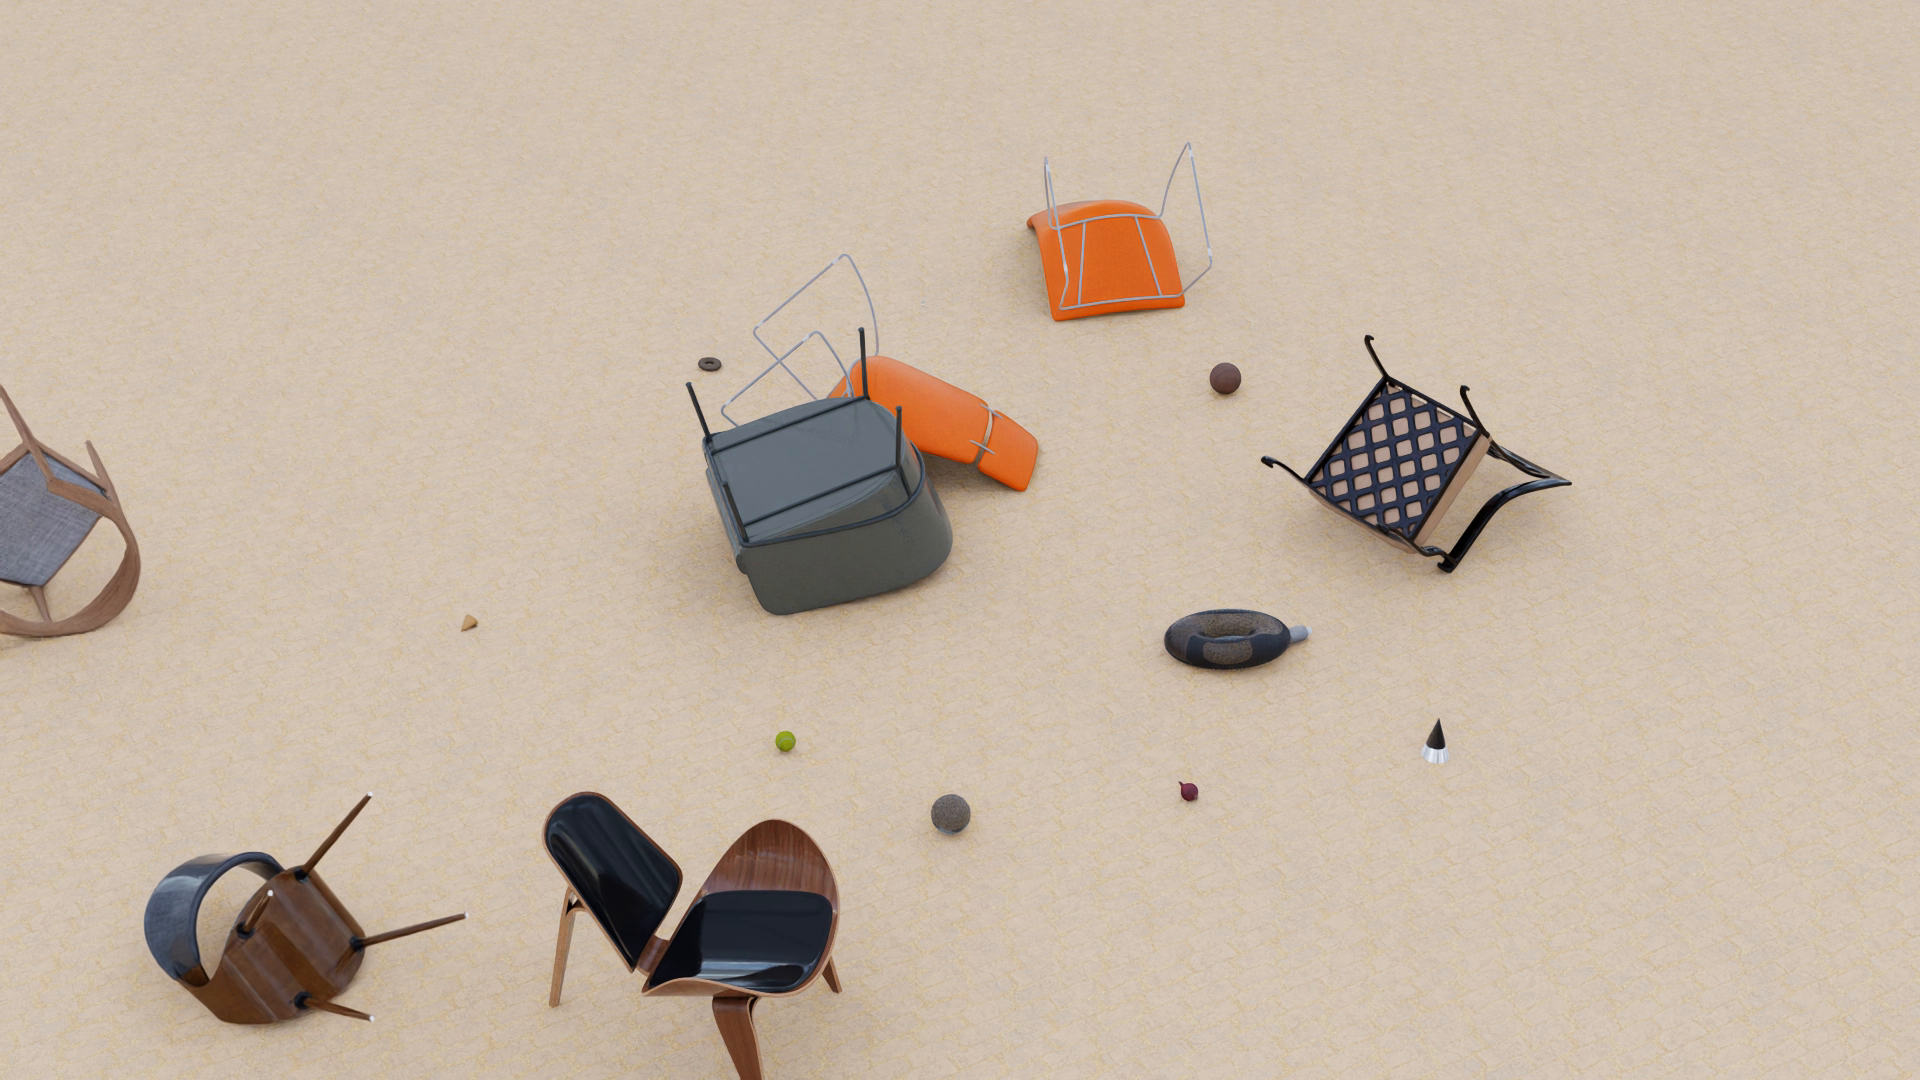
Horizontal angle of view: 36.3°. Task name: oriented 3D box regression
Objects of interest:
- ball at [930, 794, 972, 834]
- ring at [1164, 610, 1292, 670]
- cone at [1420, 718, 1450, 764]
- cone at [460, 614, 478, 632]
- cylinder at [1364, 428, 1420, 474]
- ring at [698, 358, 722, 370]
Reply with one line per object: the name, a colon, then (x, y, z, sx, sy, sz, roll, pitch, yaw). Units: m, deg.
ball: (-0.030, 0.887, 9.480, 0.131, 0.131, 0.131, 0, 33, 0)
ring: (0.939, 0.348, 10.299, 0.448, 0.116, 0.279, -1, 33, 7)
cone: (1.596, 0.656, 9.807, 0.090, 0.156, 0.105, -20, 39, -28)
cone: (-1.762, 0.306, 10.460, 0.058, 0.045, 0.068, 21, 57, 25)
cylinder: (1.665, -0.343, 11.314, 0.184, 0.164, 0.229, 0, 22, 0)
ring: (-1.026, -0.721, 12.017, 0.102, 0.025, 0.091, 22, 39, 31)
